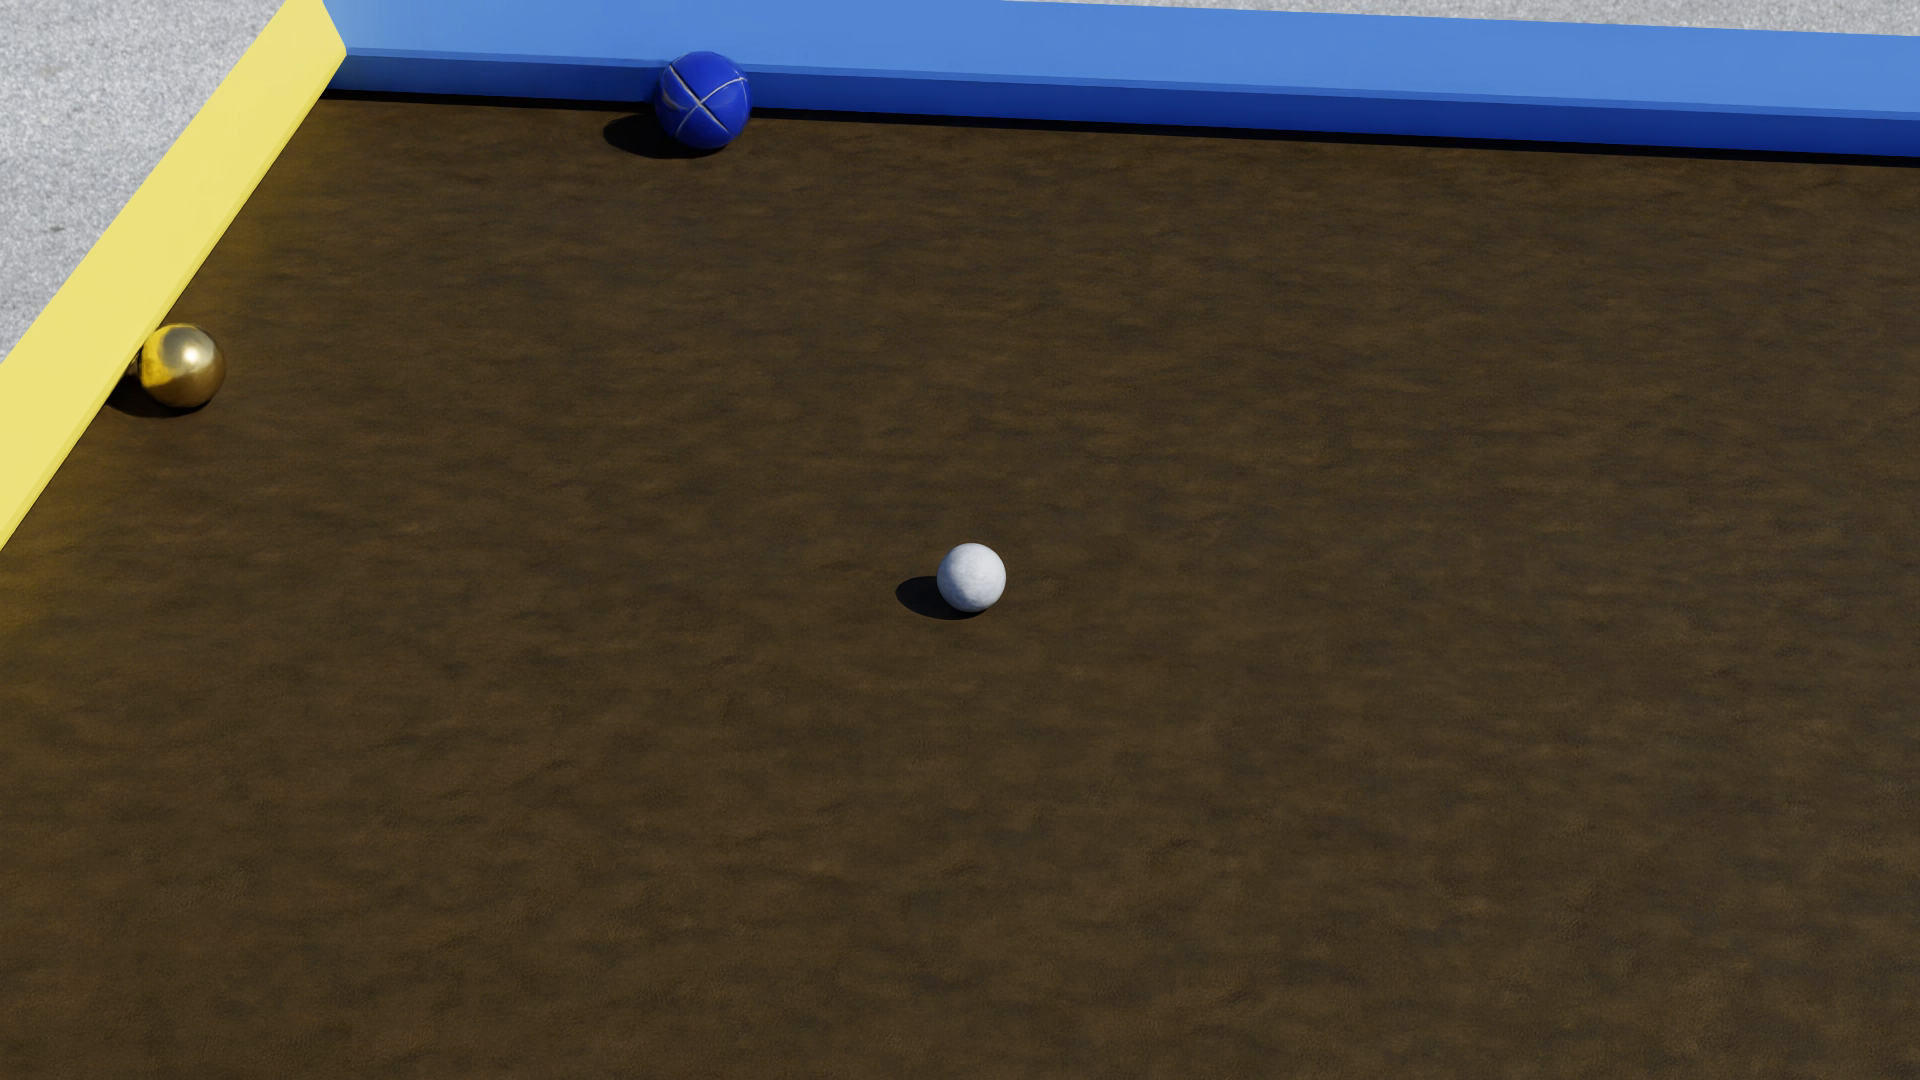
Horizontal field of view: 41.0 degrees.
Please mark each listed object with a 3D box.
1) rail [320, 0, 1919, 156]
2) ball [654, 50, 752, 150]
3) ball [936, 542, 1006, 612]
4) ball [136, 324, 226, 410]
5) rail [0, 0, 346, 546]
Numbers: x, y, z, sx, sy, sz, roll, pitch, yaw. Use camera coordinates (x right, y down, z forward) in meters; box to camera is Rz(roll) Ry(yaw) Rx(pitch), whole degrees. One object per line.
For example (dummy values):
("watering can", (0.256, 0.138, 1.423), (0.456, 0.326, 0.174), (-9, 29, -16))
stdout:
("rail", (0.805, -0.421, 2.463), (2.935, 0.123, 0.045), (3, 35, 5))
("ball", (-0.251, -0.428, 2.500), (0.095, 0.095, 0.095), (0, 35, 0))
("ball", (0.008, 0.028, 1.885), (0.051, 0.051, 0.051), (0, 35, 0))
("ball", (-0.641, -0.143, 2.113), (0.070, 0.070, 0.070), (0, 35, 0))
("rail", (-0.707, -0.068, 1.958), (0.045, 0.123, 1.569), (3, 35, 5))
